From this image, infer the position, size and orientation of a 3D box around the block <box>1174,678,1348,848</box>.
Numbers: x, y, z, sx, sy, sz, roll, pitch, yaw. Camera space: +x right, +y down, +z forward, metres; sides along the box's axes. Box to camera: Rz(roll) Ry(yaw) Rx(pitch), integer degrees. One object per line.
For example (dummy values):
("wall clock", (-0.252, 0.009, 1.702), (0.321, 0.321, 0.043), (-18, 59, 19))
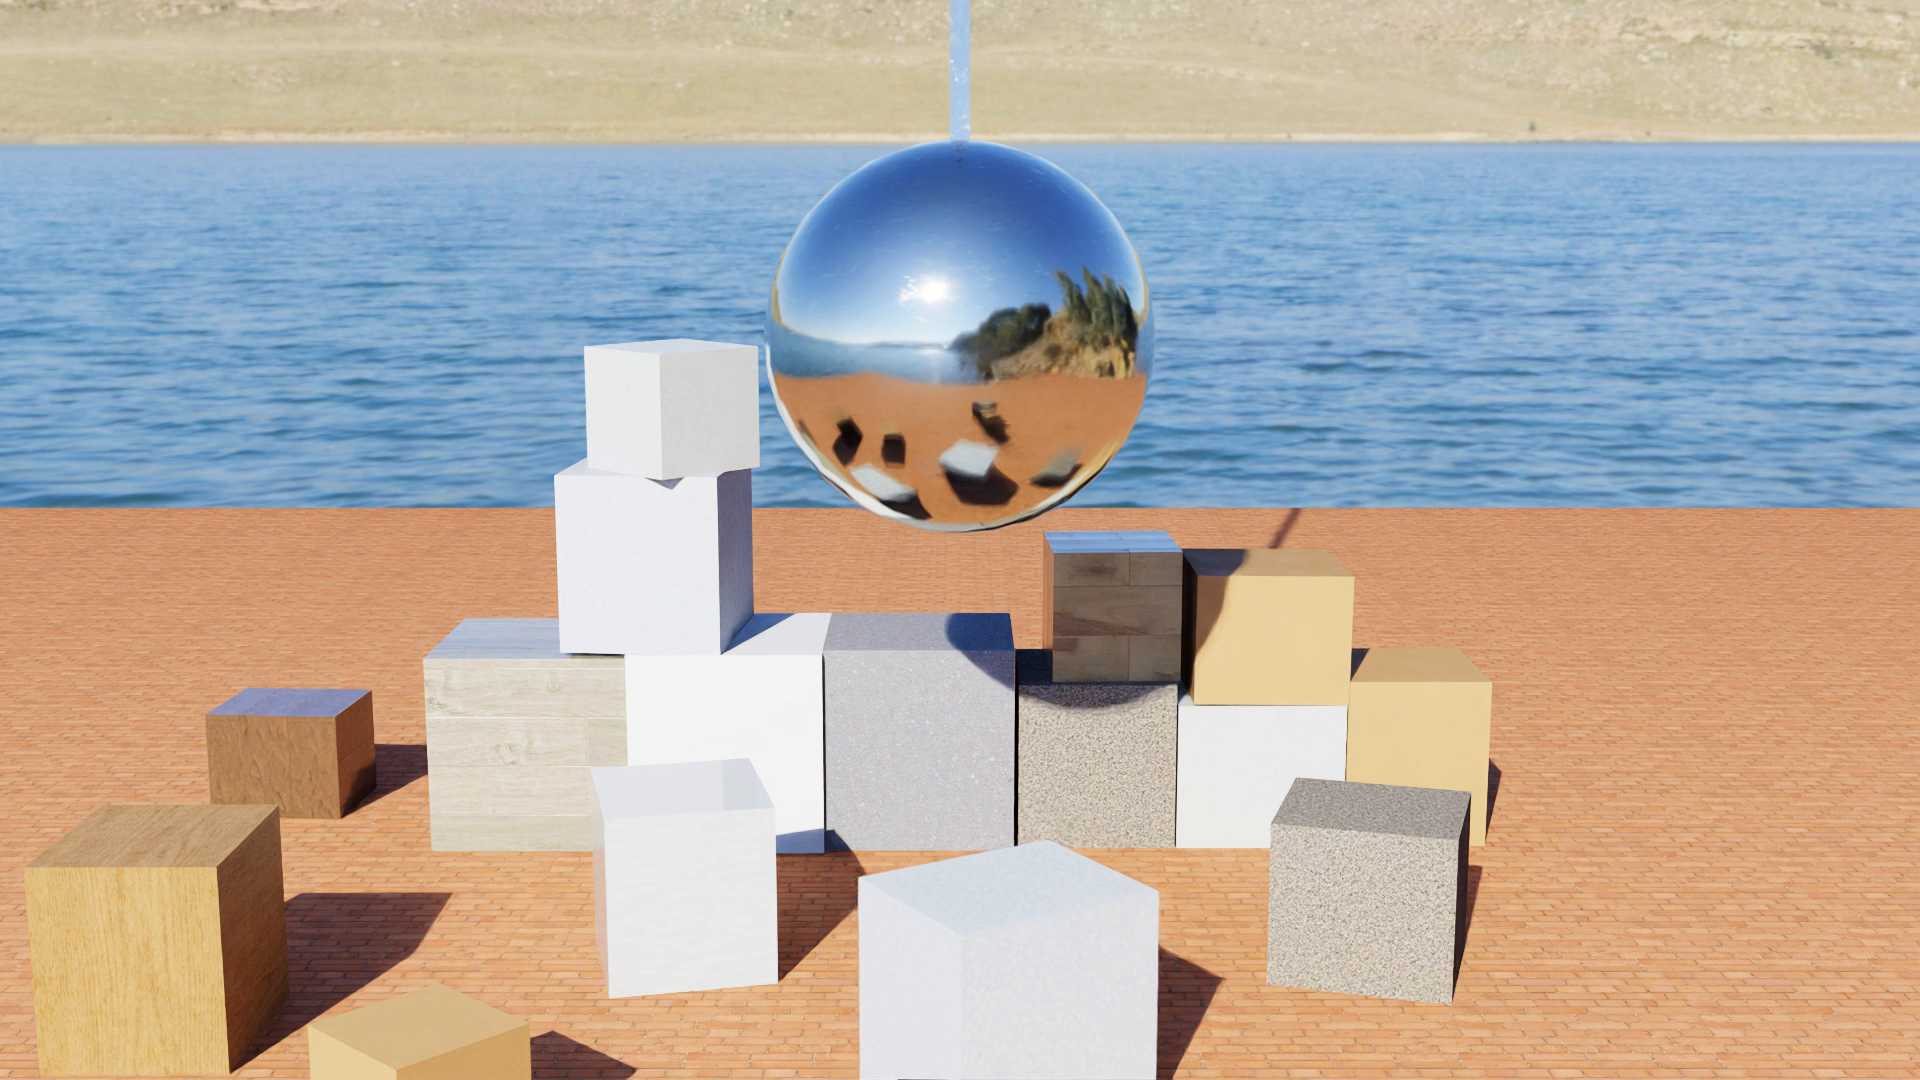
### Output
("block", (1.505, 1.115, 11.379), (0.837, 0.734, 0.802), (0, 10, 0))

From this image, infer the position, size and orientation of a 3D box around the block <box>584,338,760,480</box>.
("block", (-1.426, -0.660, 10.909), (0.598, 0.603, 0.611), (10, 14, 44))

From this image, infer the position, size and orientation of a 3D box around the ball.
("ball", (0.000, -0.827, 8.999), (1.600, 1.600, 1.600), (0, 10, 0))

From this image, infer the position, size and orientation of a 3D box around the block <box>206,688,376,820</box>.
("block", (-3.571, 1.135, 11.778), (0.693, 0.552, 0.577), (1, 10, 4))

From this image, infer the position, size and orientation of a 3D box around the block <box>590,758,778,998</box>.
("block", (-1.200, 1.439, 9.494), (0.705, 0.771, 0.766), (-2, 11, -13))

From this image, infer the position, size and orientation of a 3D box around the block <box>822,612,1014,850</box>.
("block", (-0.207, 0.971, 11.351), (0.948, 1.028, 0.874), (0, 10, 0))

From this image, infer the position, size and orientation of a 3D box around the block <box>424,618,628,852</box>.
("block", (-2.145, 0.988, 11.367), (0.993, 0.989, 0.929), (0, 10, 0))

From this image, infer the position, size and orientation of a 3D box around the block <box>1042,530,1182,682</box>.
("block", (0.768, 0.330, 11.226), (0.641, 0.656, 0.609), (0, 10, -3))

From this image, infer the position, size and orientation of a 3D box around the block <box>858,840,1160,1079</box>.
("block", (0.172, 1.664, 8.056), (0.840, 0.842, 0.709), (-6, 12, -31))

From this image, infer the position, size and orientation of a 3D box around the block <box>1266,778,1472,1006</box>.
("block", (1.760, 1.485, 9.422), (0.764, 0.707, 0.708), (3, 11, 17))

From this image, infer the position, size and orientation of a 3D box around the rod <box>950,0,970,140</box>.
("rod", (0.000, -4.183, 9.540), (0.080, 5.200, 0.080), (0, -9, 0))

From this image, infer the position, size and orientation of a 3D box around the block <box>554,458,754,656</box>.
("block", (-1.534, 0.044, 11.192), (0.800, 0.883, 0.925), (1, 10, 5))

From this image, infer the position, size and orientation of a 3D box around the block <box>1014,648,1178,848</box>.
("block", (0.685, 1.063, 11.371), (0.785, 0.840, 0.799), (0, 10, 0))

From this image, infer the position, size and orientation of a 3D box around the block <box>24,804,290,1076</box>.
("block", (-3.144, 1.559, 8.682), (0.719, 0.826, 0.790), (0, 10, -1))

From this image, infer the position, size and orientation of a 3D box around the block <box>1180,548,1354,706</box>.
("block", (1.546, 0.433, 11.263), (0.772, 0.651, 0.782), (0, 10, -1))

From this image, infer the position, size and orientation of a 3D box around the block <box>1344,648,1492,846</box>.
("block", (2.290, 1.058, 11.376), (0.710, 0.848, 0.744), (0, 10, 0))

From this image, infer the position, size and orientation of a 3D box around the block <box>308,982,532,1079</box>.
("block", (-1.856, 1.915, 7.583), (0.545, 0.519, 0.526), (10, 14, 42))

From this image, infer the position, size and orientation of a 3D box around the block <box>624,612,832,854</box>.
("block", (-1.163, 0.977, 11.360), (0.965, 1.013, 0.984), (0, 10, 0))
